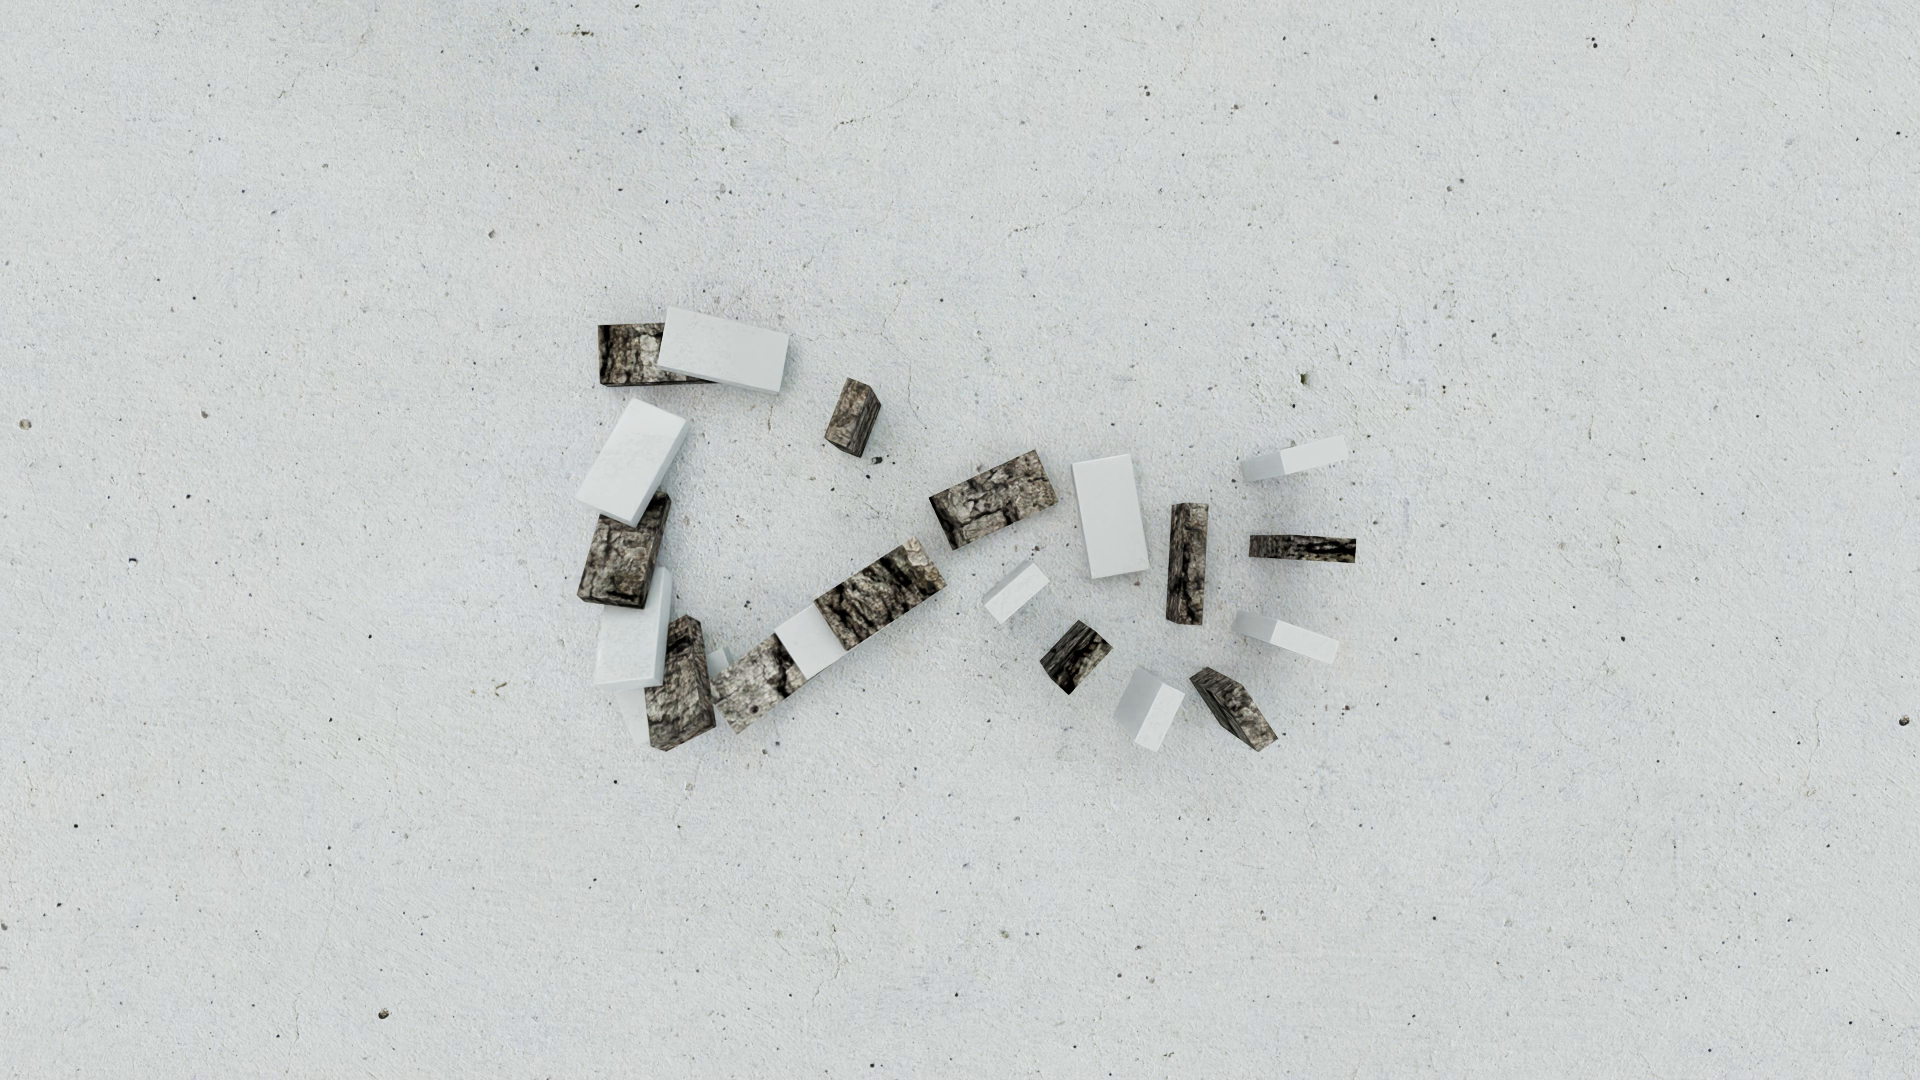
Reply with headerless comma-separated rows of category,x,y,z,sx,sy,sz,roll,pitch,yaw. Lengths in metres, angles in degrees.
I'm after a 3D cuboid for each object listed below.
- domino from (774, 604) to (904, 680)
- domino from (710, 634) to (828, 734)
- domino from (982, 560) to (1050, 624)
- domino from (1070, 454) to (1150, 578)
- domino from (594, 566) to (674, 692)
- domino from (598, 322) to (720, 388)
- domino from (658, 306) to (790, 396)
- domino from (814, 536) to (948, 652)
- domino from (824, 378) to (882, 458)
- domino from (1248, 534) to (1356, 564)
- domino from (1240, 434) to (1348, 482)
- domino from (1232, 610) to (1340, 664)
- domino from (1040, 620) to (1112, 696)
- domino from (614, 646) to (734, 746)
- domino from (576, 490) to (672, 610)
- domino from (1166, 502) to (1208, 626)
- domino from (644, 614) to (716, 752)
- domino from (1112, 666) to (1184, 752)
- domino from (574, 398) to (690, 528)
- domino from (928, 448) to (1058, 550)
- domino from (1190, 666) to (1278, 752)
domino,-0.051,0.035,0.389,0.050,0.009,0.025,-34,90,-16
domino,-0.081,0.057,0.389,0.050,0.009,0.025,-37,92,-14
domino,0.022,0.020,0.375,0.025,0.050,0.009,-41,90,0
domino,0.064,-0.010,0.395,0.025,0.010,0.050,-10,90,0
domino,-0.136,0.037,0.383,0.025,0.010,0.050,-7,61,4
domino,-0.129,-0.080,0.395,0.050,0.009,0.025,-2,90,0
domino,-0.100,-0.080,0.387,0.050,0.010,0.025,10,86,-18
domino,-0.033,0.022,0.385,0.050,0.009,0.025,-33,90,-16
domino,-0.043,-0.049,0.375,0.009,0.050,0.025,21,90,0
domino,0.139,0.003,0.375,0.025,0.050,0.009,4,90,0
domino,0.135,-0.033,0.375,0.025,0.050,0.009,-14,90,0
domino,0.132,0.039,0.375,0.025,0.050,0.010,19,90,0
domino,0.047,0.047,0.375,0.010,0.050,0.025,43,90,0
domino,-0.120,0.067,0.395,0.050,0.010,0.025,-22,90,0
domino,-0.141,0.003,0.386,0.025,0.010,0.050,7,68,0
domino,0.096,0.010,0.388,0.009,0.025,0.050,3,90,0
domino,-0.117,0.058,0.378,0.025,0.009,0.050,-27,56,11
domino,0.076,0.068,0.375,0.010,0.050,0.025,26,90,0
domino,-0.138,-0.033,0.388,0.025,0.009,0.050,23,72,0
domino,0.014,-0.017,0.395,0.050,0.010,0.025,-24,90,0
domino,0.111,0.068,0.375,0.009,0.050,0.025,-34,90,0
